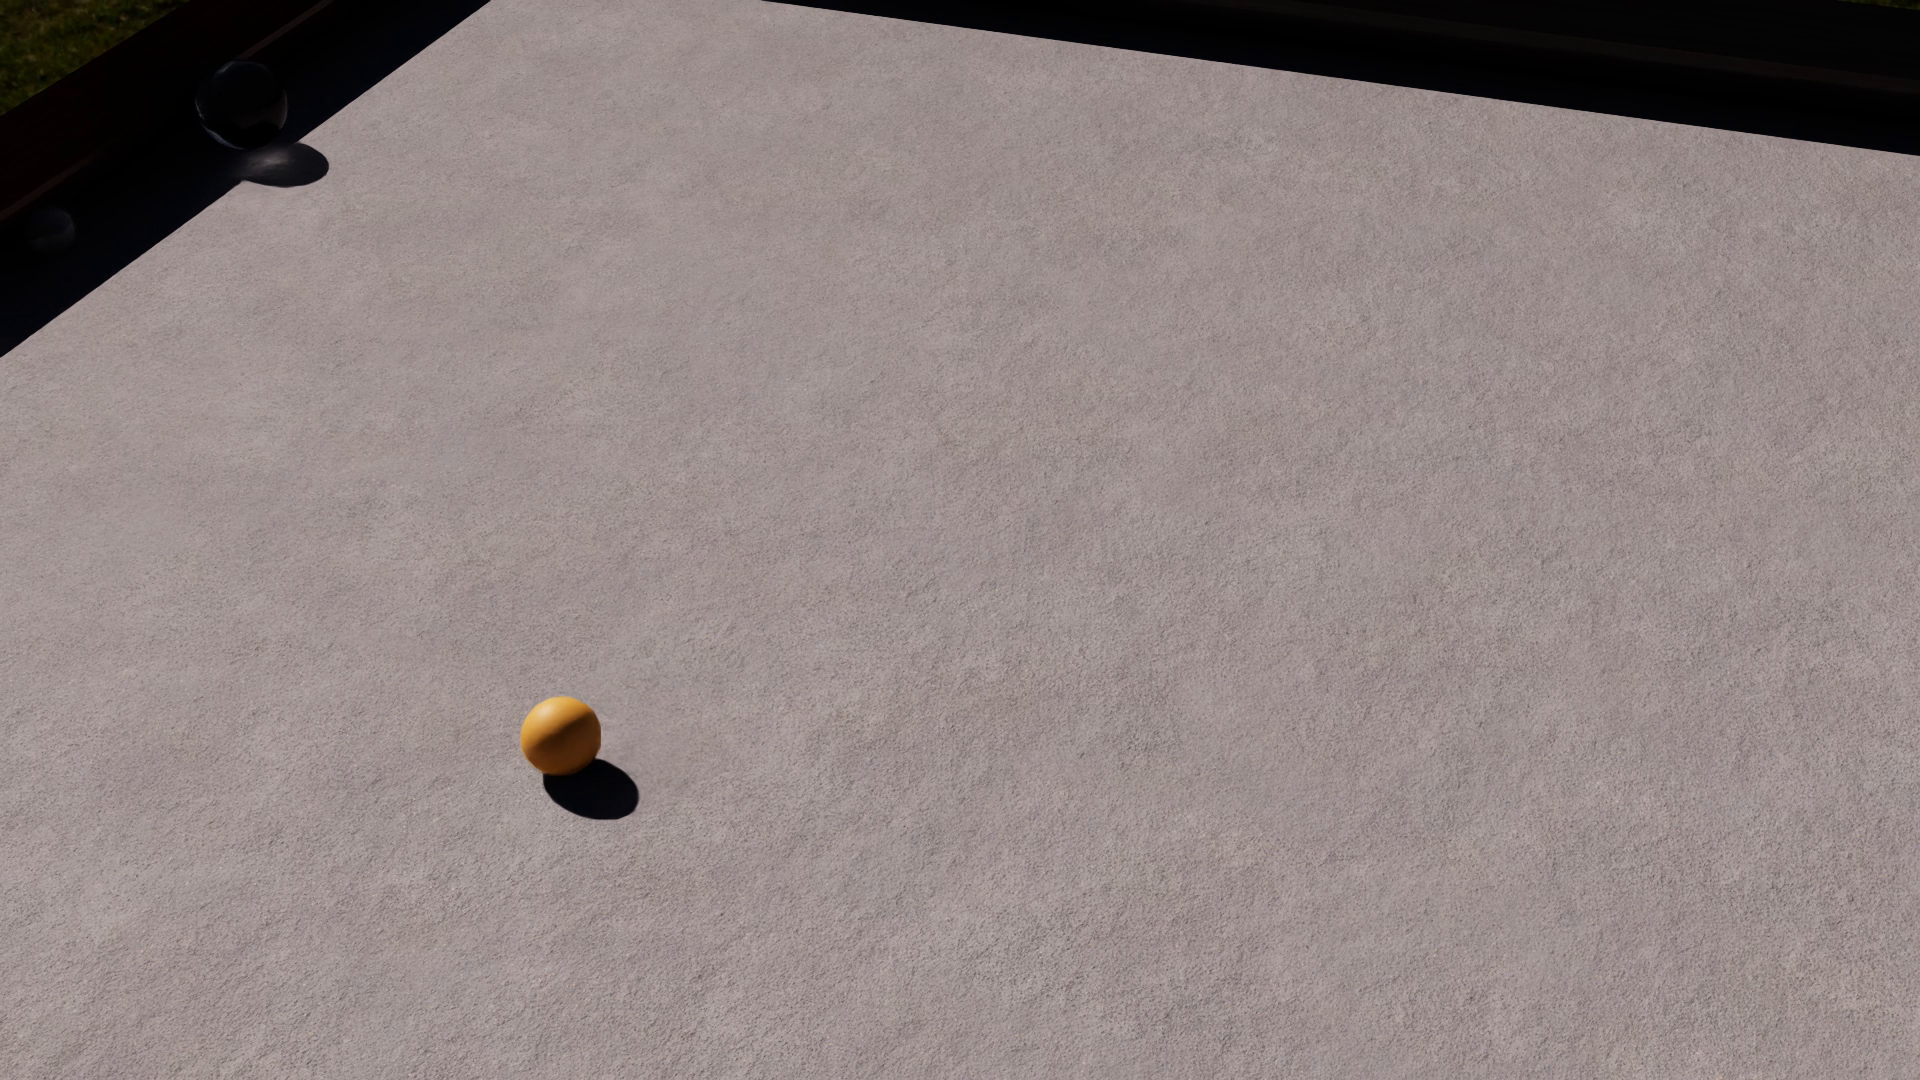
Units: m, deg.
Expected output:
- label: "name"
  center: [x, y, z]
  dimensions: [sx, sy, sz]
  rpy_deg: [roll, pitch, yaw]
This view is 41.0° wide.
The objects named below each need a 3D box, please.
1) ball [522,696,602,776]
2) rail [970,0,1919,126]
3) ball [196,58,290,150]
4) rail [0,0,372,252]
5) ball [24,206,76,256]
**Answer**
- label: "ball"
  center: [-0.286, 0.141, 1.839]
  dimensions: [0.057, 0.057, 0.057]
  rpy_deg: [0, 33, 0]
- label: "rail"
  center: [1.412, -0.422, 2.635]
  dimensions: [4.352, 0.129, 0.045]
  rpy_deg: [11, 35, 16]
- label: "ball"
  center: [-0.763, -0.463, 2.730]
  dimensions: [0.096, 0.096, 0.096]
  rpy_deg: [0, 33, 0]
- label: "rail"
  center: [-1.003, -0.220, 2.326]
  dimensions: [0.045, 0.129, 2.358]
  rpy_deg: [11, 35, 16]
- label: "ball"
  center: [-0.898, -0.305, 2.531]
  dimensions: [0.049, 0.049, 0.049]
  rpy_deg: [0, 33, 0]
